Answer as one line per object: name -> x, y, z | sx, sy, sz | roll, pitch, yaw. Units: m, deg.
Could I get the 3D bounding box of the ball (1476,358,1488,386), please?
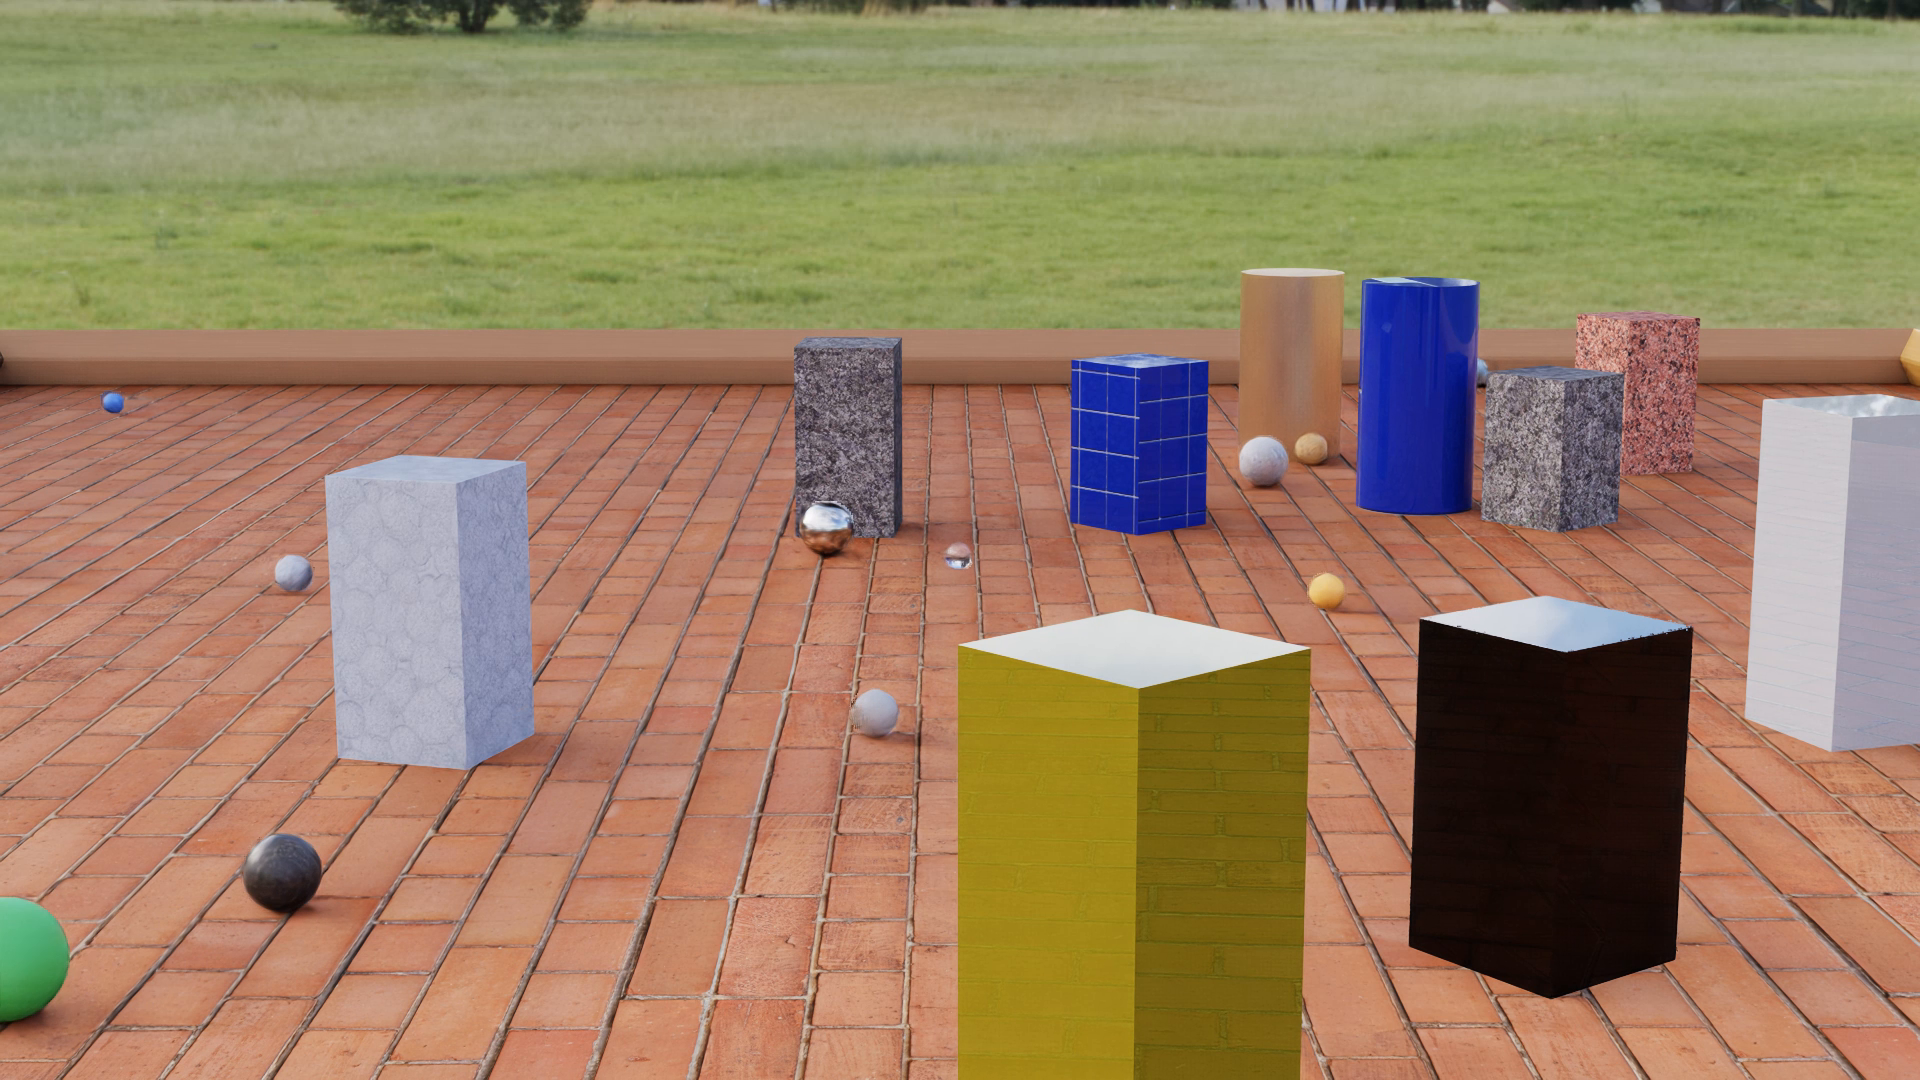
ball -> 1.165, -0.381, 5.827 | 0.068, 0.068, 0.068 | 0, 11, 0

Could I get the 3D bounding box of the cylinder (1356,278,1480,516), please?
cylinder -> 0.755, -0.240, 4.237 | 0.191, 0.373, 0.191 | 0, 11, 0

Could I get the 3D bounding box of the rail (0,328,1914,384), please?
rail -> -0.014, -0.417, 5.860 | 4.408, 0.124, 0.045 | 0, 11, 0

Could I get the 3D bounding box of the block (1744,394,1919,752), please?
block -> 0.981, 0.032, 2.809 | 0.153, 0.361, 0.153 | -4, 11, -18

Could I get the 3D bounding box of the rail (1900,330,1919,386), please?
rail -> 2.180, 0.030, 3.462 | 0.045, 0.124, 4.953 | 0, 11, 0

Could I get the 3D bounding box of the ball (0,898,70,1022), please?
ball -> -0.735, 0.323, 1.973 | 0.095, 0.095, 0.095 | 0, 11, 0

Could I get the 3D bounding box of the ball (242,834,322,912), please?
ball -> -0.589, 0.289, 2.230 | 0.067, 0.067, 0.067 | 0, 11, 0

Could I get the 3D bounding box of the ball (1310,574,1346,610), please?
ball -> 0.496, 0.070, 3.460 | 0.048, 0.048, 0.048 | 0, 11, 0

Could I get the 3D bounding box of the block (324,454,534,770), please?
block -> -0.564, 0.073, 2.744 | 0.153, 0.303, 0.153 | 3, 11, 18

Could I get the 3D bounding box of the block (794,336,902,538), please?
block -> -0.174, -0.163, 4.037 | 0.153, 0.296, 0.153 | 1, 11, 4

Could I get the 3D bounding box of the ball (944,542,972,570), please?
ball -> -0.002, 0.023, 3.734 | 0.040, 0.040, 0.040 | 0, 11, 0

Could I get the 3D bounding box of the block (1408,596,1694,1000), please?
block -> 0.482, 0.205, 2.101 | 0.153, 0.280, 0.153 | -8, 13, -36

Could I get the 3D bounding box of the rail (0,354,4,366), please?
rail -> -2.180, 0.034, 3.437 | 0.045, 0.124, 4.953 | 0, 11, 0

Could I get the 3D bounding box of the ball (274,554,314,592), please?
ball -> -0.928, 0.047, 3.574 | 0.052, 0.052, 0.052 | 0, 11, 0

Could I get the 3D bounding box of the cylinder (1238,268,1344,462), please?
cylinder -> 0.619, -0.330, 4.801 | 0.191, 0.343, 0.191 | 0, 11, 0

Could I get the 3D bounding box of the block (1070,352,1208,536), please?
block -> 0.285, -0.156, 4.086 | 0.153, 0.262, 0.153 | -9, 14, -40

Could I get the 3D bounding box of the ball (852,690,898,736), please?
ball -> -0.093, 0.190, 2.807 | 0.052, 0.052, 0.052 | 0, 11, 0

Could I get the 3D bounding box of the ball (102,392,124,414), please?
ball -> -1.780, -0.288, 5.393 | 0.044, 0.044, 0.044 | 0, 11, 0

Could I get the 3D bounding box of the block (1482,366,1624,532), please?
block -> 0.949, -0.149, 4.110 | 0.153, 0.240, 0.153 | -9, 14, -39

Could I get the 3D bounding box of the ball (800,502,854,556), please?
ball -> -0.200, -0.016, 3.836 | 0.080, 0.080, 0.080 | 0, 11, 0

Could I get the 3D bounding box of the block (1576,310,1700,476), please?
block -> 1.223, -0.268, 4.651 | 0.153, 0.277, 0.153 | -4, 11, -22

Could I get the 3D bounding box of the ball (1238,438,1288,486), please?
ball -> 0.528, -0.136, 4.464 | 0.086, 0.086, 0.086 | 0, 11, 0

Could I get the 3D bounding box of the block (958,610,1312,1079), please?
block -> 0.107, 0.249, 1.609 | 0.153, 0.373, 0.153 | -10, 14, -42

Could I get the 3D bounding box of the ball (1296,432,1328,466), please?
ball -> 0.645, -0.167, 4.700 | 0.060, 0.060, 0.060 | 0, 11, 0
